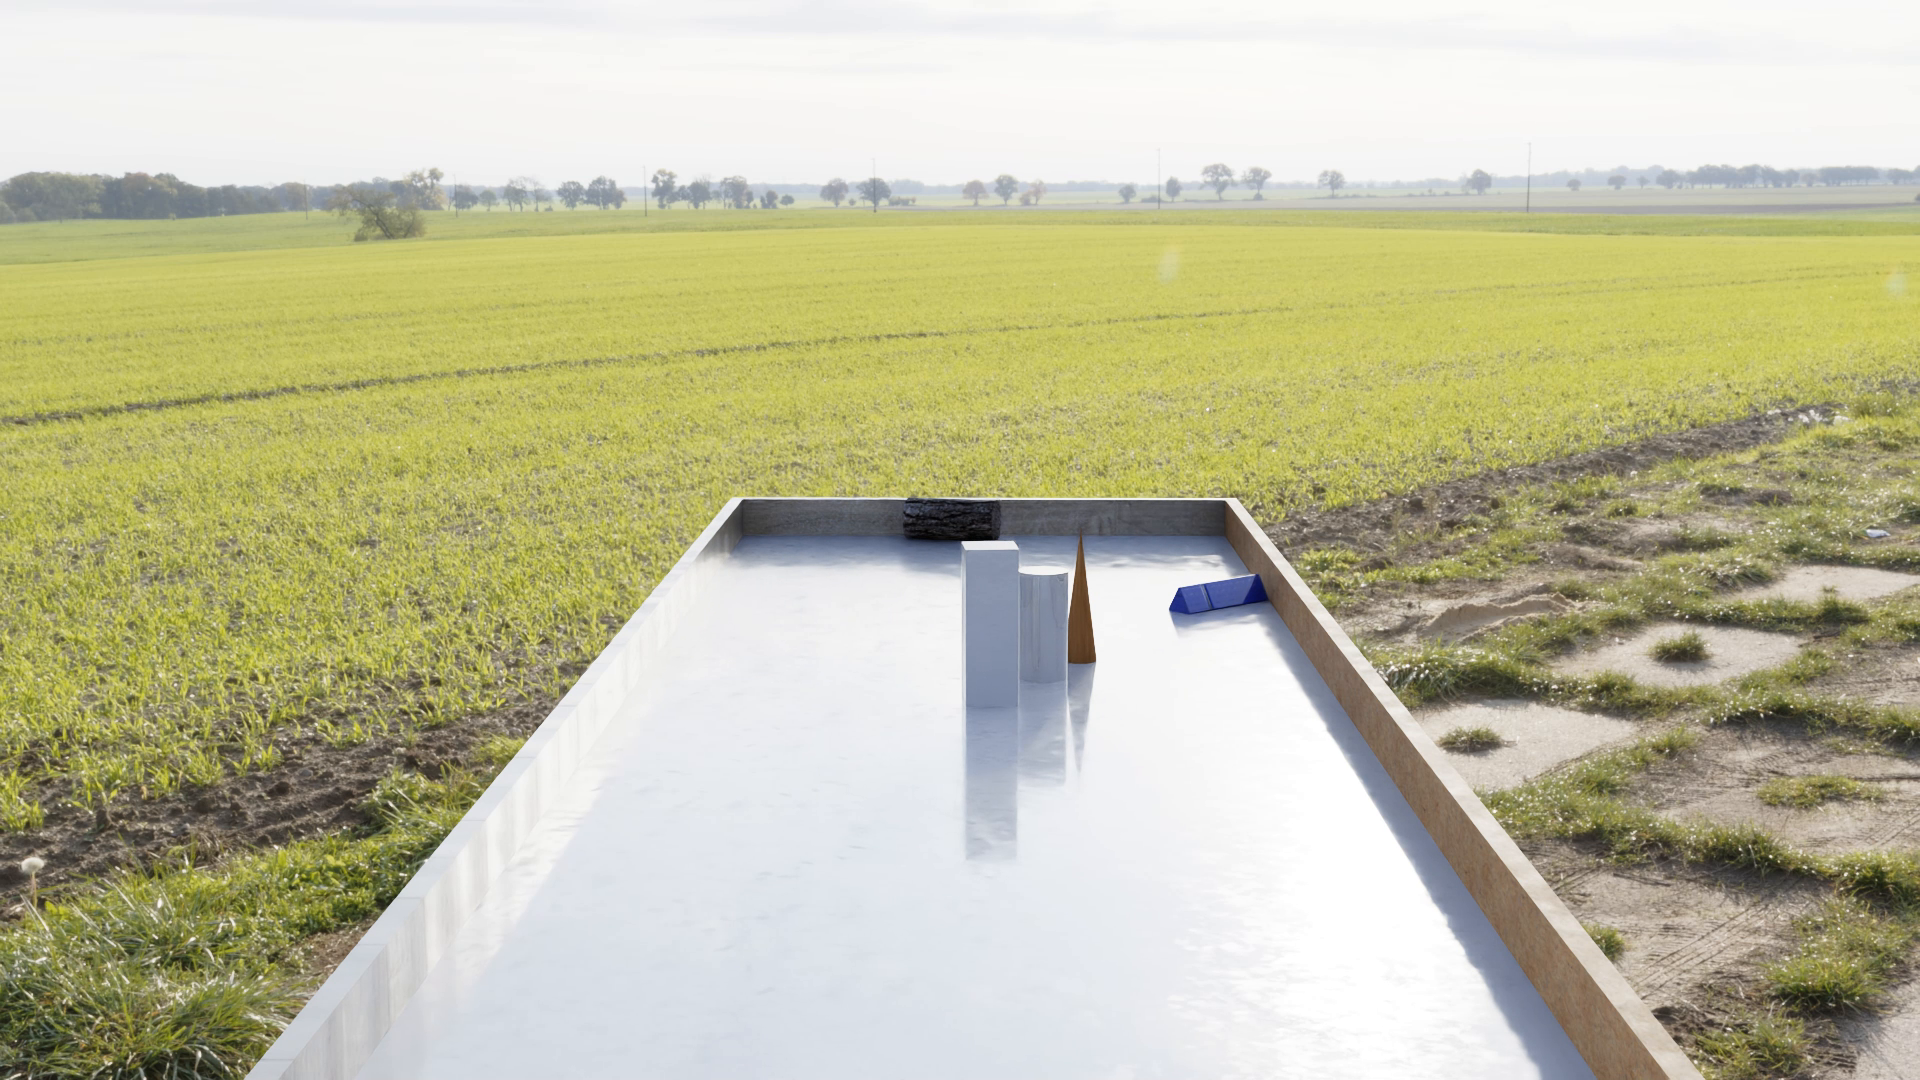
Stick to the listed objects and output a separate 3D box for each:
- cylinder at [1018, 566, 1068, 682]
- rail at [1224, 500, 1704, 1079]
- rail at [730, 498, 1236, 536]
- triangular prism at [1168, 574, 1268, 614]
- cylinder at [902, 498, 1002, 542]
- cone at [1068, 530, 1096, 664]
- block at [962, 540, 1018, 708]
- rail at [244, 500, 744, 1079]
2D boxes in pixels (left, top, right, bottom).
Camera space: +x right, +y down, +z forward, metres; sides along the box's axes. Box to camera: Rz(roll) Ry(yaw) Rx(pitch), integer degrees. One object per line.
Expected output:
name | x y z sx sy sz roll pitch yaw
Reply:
cylinder | 0.243 0.246 6.444 0.147 0.318 0.147 0 9 0
rail | 1.046 0.843 3.208 0.050 0.150 12.000 0 9 1
rail | 0.099 -0.098 9.147 2.100 0.150 0.050 0 9 1
triangular prism | 0.895 0.181 7.579 0.399 0.086 0.099 -8 12 -40
cylinder | -0.032 -0.084 8.997 0.372 0.170 0.170 2 9 14
cone | 0.365 0.165 6.666 0.104 0.408 0.104 0 9 0
block | 0.083 0.233 6.132 0.146 0.441 0.146 -1 9 -4
rail | -1.004 0.839 3.234 0.050 0.150 12.000 0 9 1
